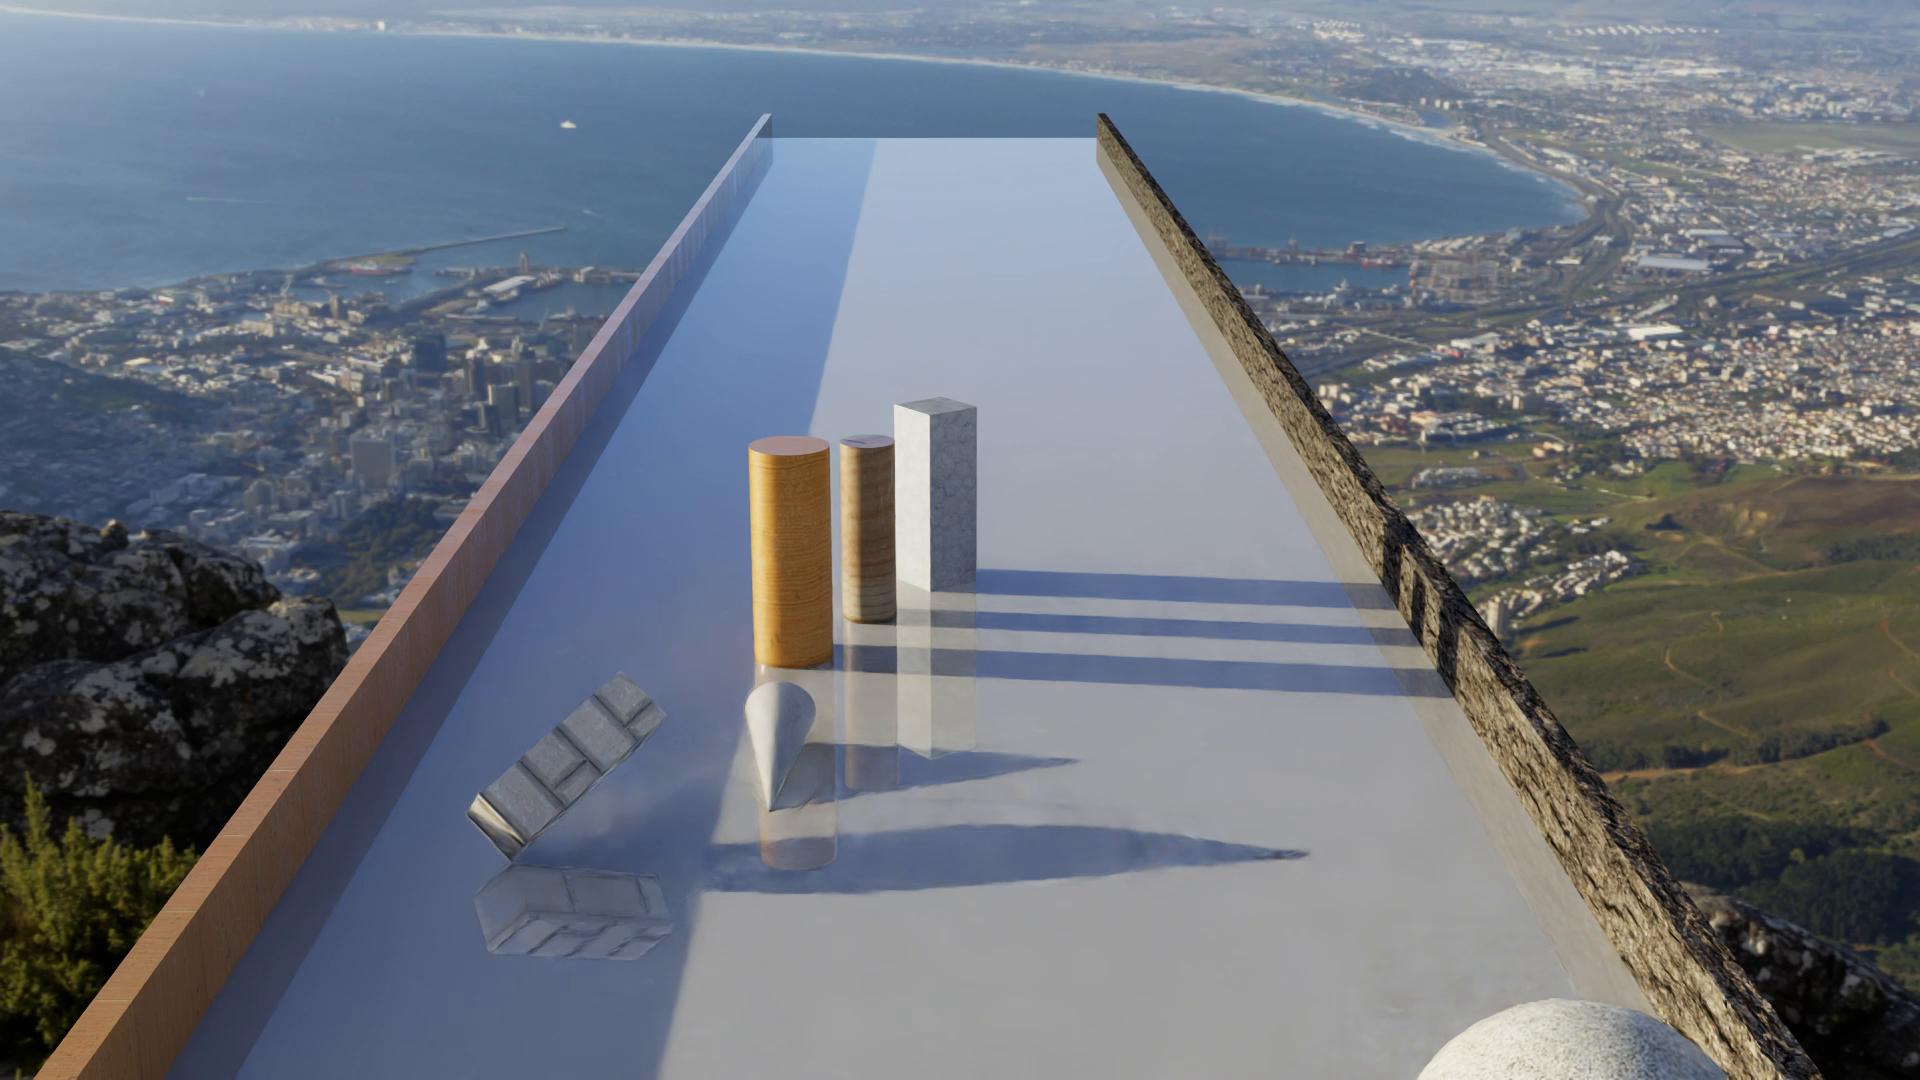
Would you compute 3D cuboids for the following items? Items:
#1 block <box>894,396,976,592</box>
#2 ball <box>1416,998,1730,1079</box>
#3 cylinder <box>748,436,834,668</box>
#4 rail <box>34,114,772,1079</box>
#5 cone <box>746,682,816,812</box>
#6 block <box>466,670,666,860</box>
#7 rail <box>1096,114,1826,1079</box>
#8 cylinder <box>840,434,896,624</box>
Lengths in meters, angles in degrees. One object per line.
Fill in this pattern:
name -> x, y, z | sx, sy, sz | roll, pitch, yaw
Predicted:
block -> -0.054, -0.103, 4.873 | 0.129, 0.399, 0.129 | -12, 21, -36
ball -> 0.641, 0.673, 2.283 | 0.387, 0.387, 0.387 | 0, 17, 0
cylinder -> -0.336, 0.024, 4.380 | 0.160, 0.437, 0.160 | 0, 17, 0
rail -> -1.118, -0.838, 7.780 | 0.050, 0.150, 12.000 | 0, 17, -1
cone -> -0.322, 0.383, 3.828 | 0.128, 0.128, 0.313 | 0, 28, -1
block -> -0.633, 0.362, 3.548 | 0.320, 0.105, 0.105 | -43, -2, -33
rail -> 0.932, -0.844, 7.801 | 0.050, 0.150, 12.000 | 0, 17, -1
cylinder -> -0.193, -0.022, 4.631 | 0.116, 0.383, 0.116 | 0, 17, 0
